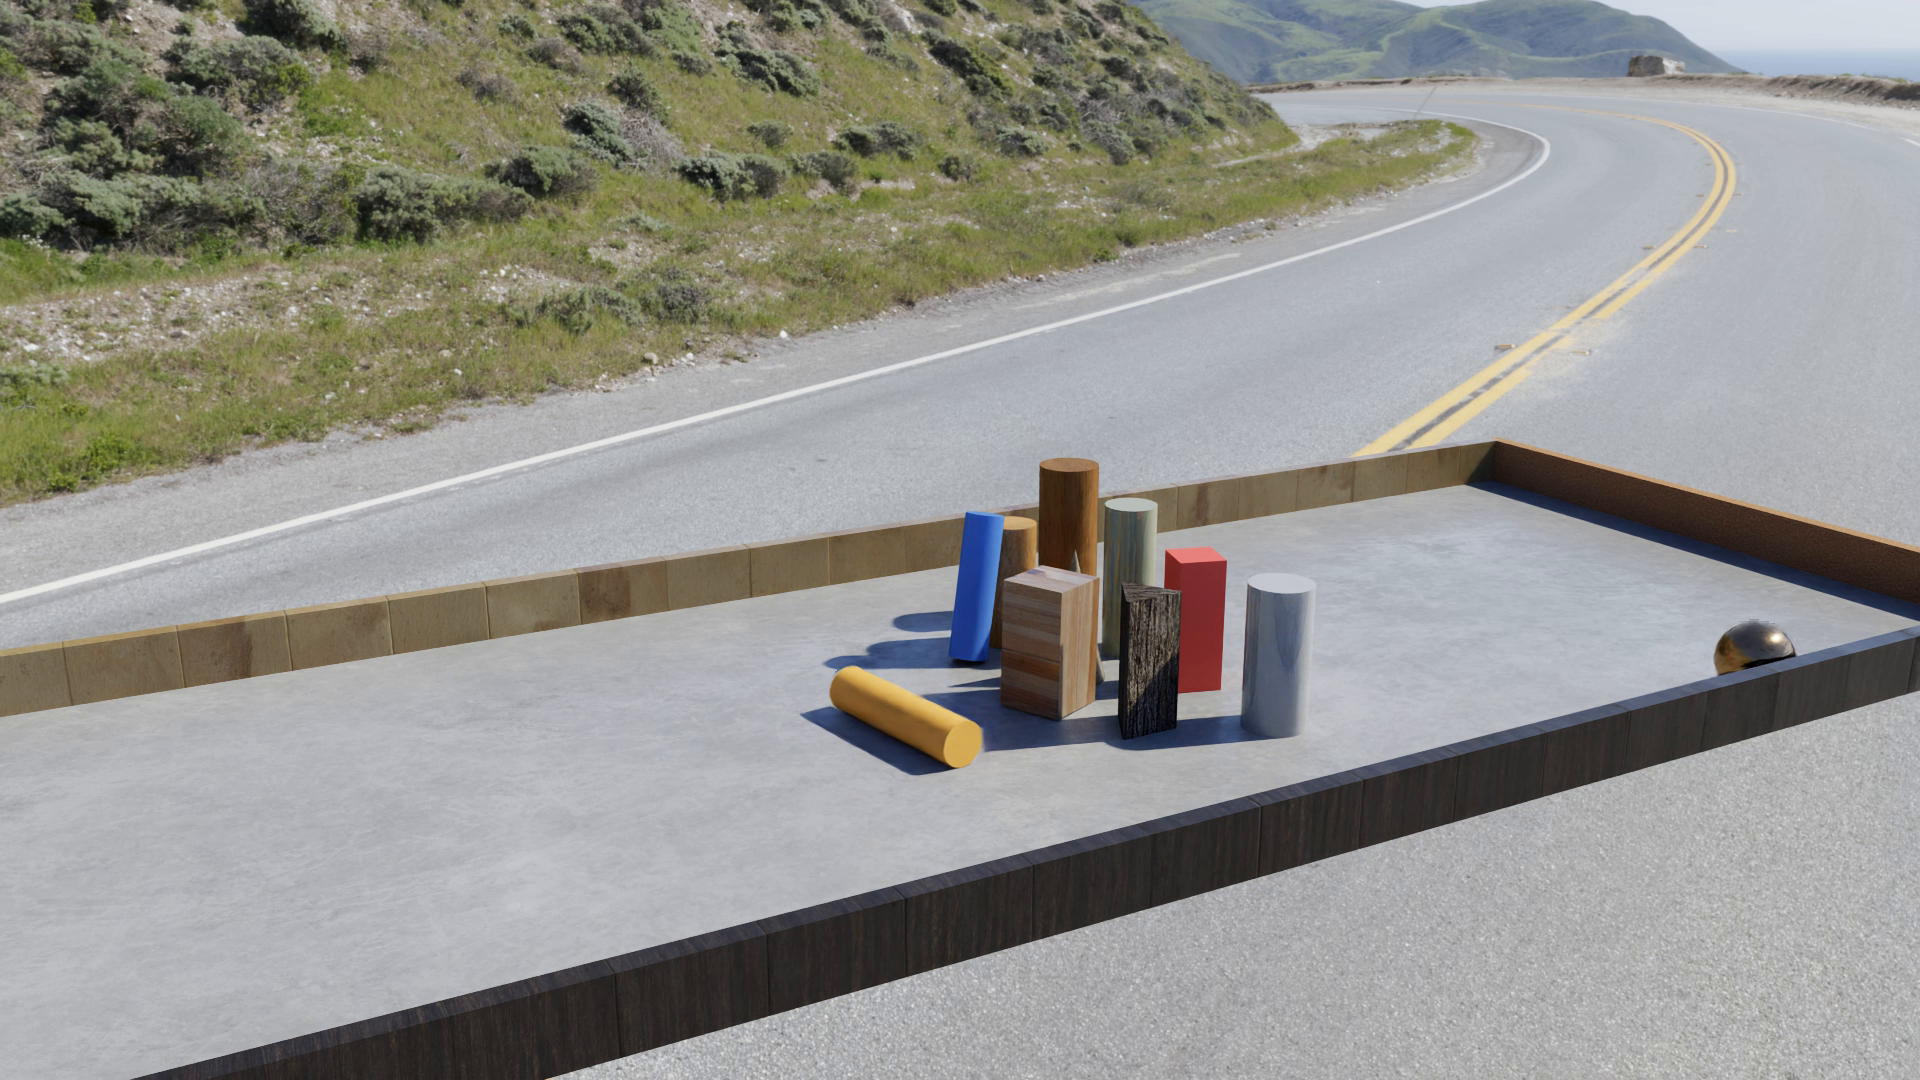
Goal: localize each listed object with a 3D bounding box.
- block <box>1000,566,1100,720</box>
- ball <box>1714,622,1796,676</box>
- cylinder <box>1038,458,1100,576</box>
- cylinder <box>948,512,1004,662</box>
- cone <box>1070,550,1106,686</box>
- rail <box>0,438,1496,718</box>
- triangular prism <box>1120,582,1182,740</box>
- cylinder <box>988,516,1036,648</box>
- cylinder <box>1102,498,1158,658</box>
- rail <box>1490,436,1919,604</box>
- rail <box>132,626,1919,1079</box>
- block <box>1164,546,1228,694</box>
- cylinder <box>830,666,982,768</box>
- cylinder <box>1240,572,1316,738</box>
[{"bbox_3d":[0.216,0.243,3.962,0.165,0.314,0.165,12,19,35],"label":"block"},{"bbox_3d":[1.944,0.293,4.032,0.184,0.184,0.184,0,16,0],"label":"ball"},{"bbox_3d":[0.301,-0.002,4.601,0.164,0.429,0.164,0,16,0],"label":"cylinder"},{"bbox_3d":[0.043,0.118,4.263,0.101,0.375,0.101,7,6,-1],"label":"cylinder"},{"bbox_3d":[0.285,0.184,4.128,0.165,0.339,0.165,0,16,0],"label":"cone"},{"bbox_3d":[-3.305,0.497,3.399,12.000,0.150,0.050,-9,18,-27],"label":"rail"},{"bbox_3d":[0.411,0.273,3.834,0.149,0.334,0.129,-9,19,-28],"label":"triangular prism"},{"bbox_3d":[0.132,0.113,4.383,0.136,0.328,0.136,1,16,0],"label":"cylinder"},{"bbox_3d":[0.442,0.100,4.309,0.136,0.399,0.136,0,16,0],"label":"cylinder"},{"bbox_3d":[2.466,-0.048,5.253,0.050,0.150,2.100,-9,18,-27],"label":"rail"},{"bbox_3d":[-2.336,1.006,1.665,12.000,0.150,0.050,-9,18,-27],"label":"rail"},{"bbox_3d":[0.578,0.198,4.085,0.117,0.336,0.117,-3,17,-11],"label":"block"},{"bbox_3d":[-0.130,0.402,3.794,0.109,0.109,0.436,-13,21,-37],"label":"cylinder"},{"bbox_3d":[0.737,0.267,3.825,0.155,0.351,0.155,0,16,0],"label":"cylinder"}]
